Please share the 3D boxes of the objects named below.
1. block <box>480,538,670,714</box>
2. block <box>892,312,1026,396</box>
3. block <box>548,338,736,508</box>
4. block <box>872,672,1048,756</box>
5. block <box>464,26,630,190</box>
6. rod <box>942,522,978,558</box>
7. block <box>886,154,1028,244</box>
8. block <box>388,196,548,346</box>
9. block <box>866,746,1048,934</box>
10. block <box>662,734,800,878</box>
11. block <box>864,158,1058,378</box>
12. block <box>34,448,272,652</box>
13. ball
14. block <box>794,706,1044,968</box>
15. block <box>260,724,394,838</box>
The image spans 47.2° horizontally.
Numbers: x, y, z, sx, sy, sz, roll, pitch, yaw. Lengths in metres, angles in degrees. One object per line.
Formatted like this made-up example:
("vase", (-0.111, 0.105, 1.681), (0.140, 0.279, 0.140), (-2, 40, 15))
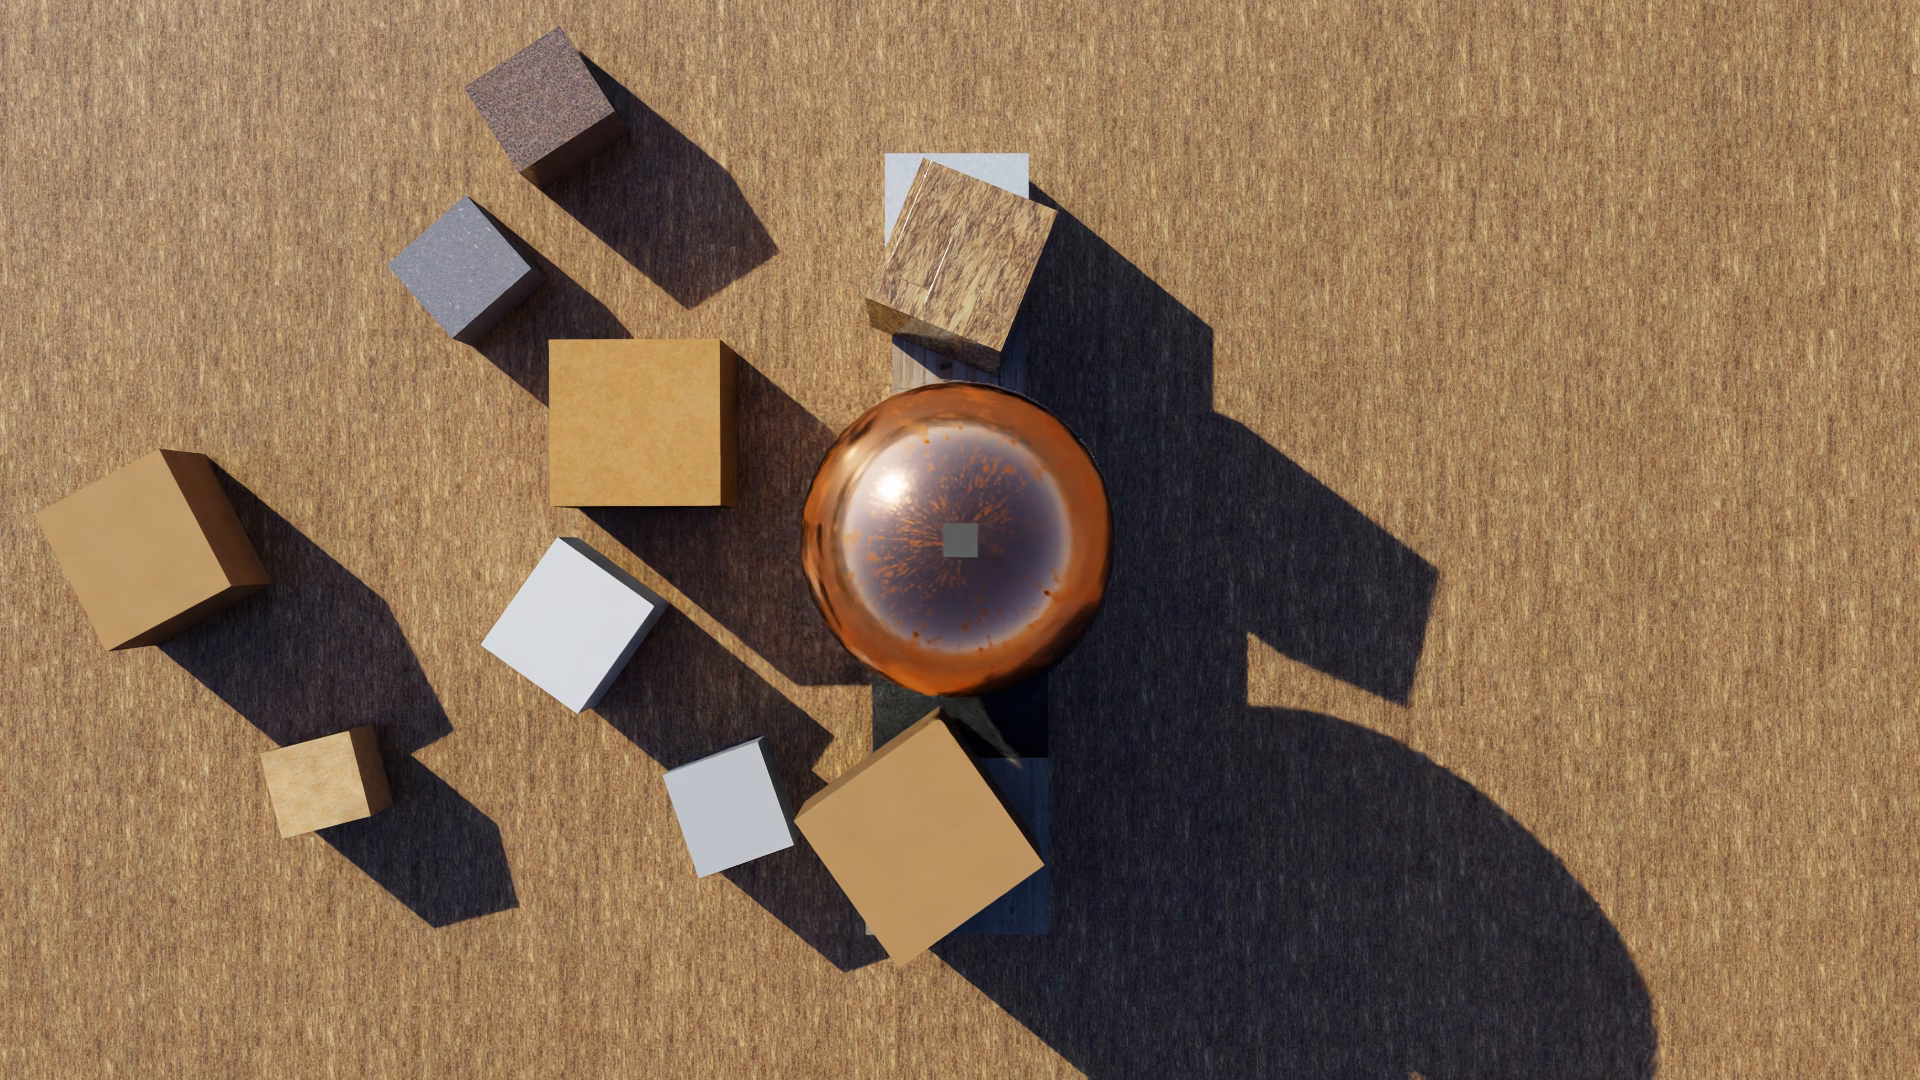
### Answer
("block", (-2.200, 0.479, 12.664), (0.668, 0.672, 0.742), (35, 90, 0))
("block", (-0.006, -0.985, 12.592), (0.740, 0.815, 0.816), (0, 90, 0))
("block", (-1.791, -0.647, 12.553), (0.940, 0.893, 0.918), (0, 90, 0))
("block", (0.002, 0.752, 12.525), (0.961, 0.951, 0.855), (0, 90, 0))
("block", (-2.371, -2.484, 12.696), (0.644, 0.609, 0.572), (-33, 90, 0))
("rod", (-0.005, 0.000, 7.720), (0.080, 5.200, 0.080), (0, 90, 0))
("block", (-0.017, -1.777, 12.616), (0.799, 0.767, 0.747), (0, 90, 0))
("block", (-2.848, -1.554, 12.751), (0.600, 0.498, 0.558), (-42, 90, 0))
("block", (-0.015, 1.670, 12.494), (0.999, 1.012, 0.962), (0, 90, 0))
("block", (-1.313, 1.530, 12.726), (0.570, 0.548, 0.620), (-19, 90, 0))
("block", (0.009, -1.442, 11.780), (0.757, 0.814, 0.796), (22, 85, 2))
("block", (-4.612, 0.057, 12.629), (0.785, 0.741, 0.867), (-28, 90, 0))
("ball", (-0.012, 0.000, 11.120), (1.600, 1.600, 1.600), (0, 90, 0))
("block", (-0.207, 1.536, 11.568), (0.906, 0.841, 0.920), (-35, 90, 0))
("block", (-3.662, 1.391, 12.745), (0.520, 0.510, 0.499), (-14, 90, 0))
